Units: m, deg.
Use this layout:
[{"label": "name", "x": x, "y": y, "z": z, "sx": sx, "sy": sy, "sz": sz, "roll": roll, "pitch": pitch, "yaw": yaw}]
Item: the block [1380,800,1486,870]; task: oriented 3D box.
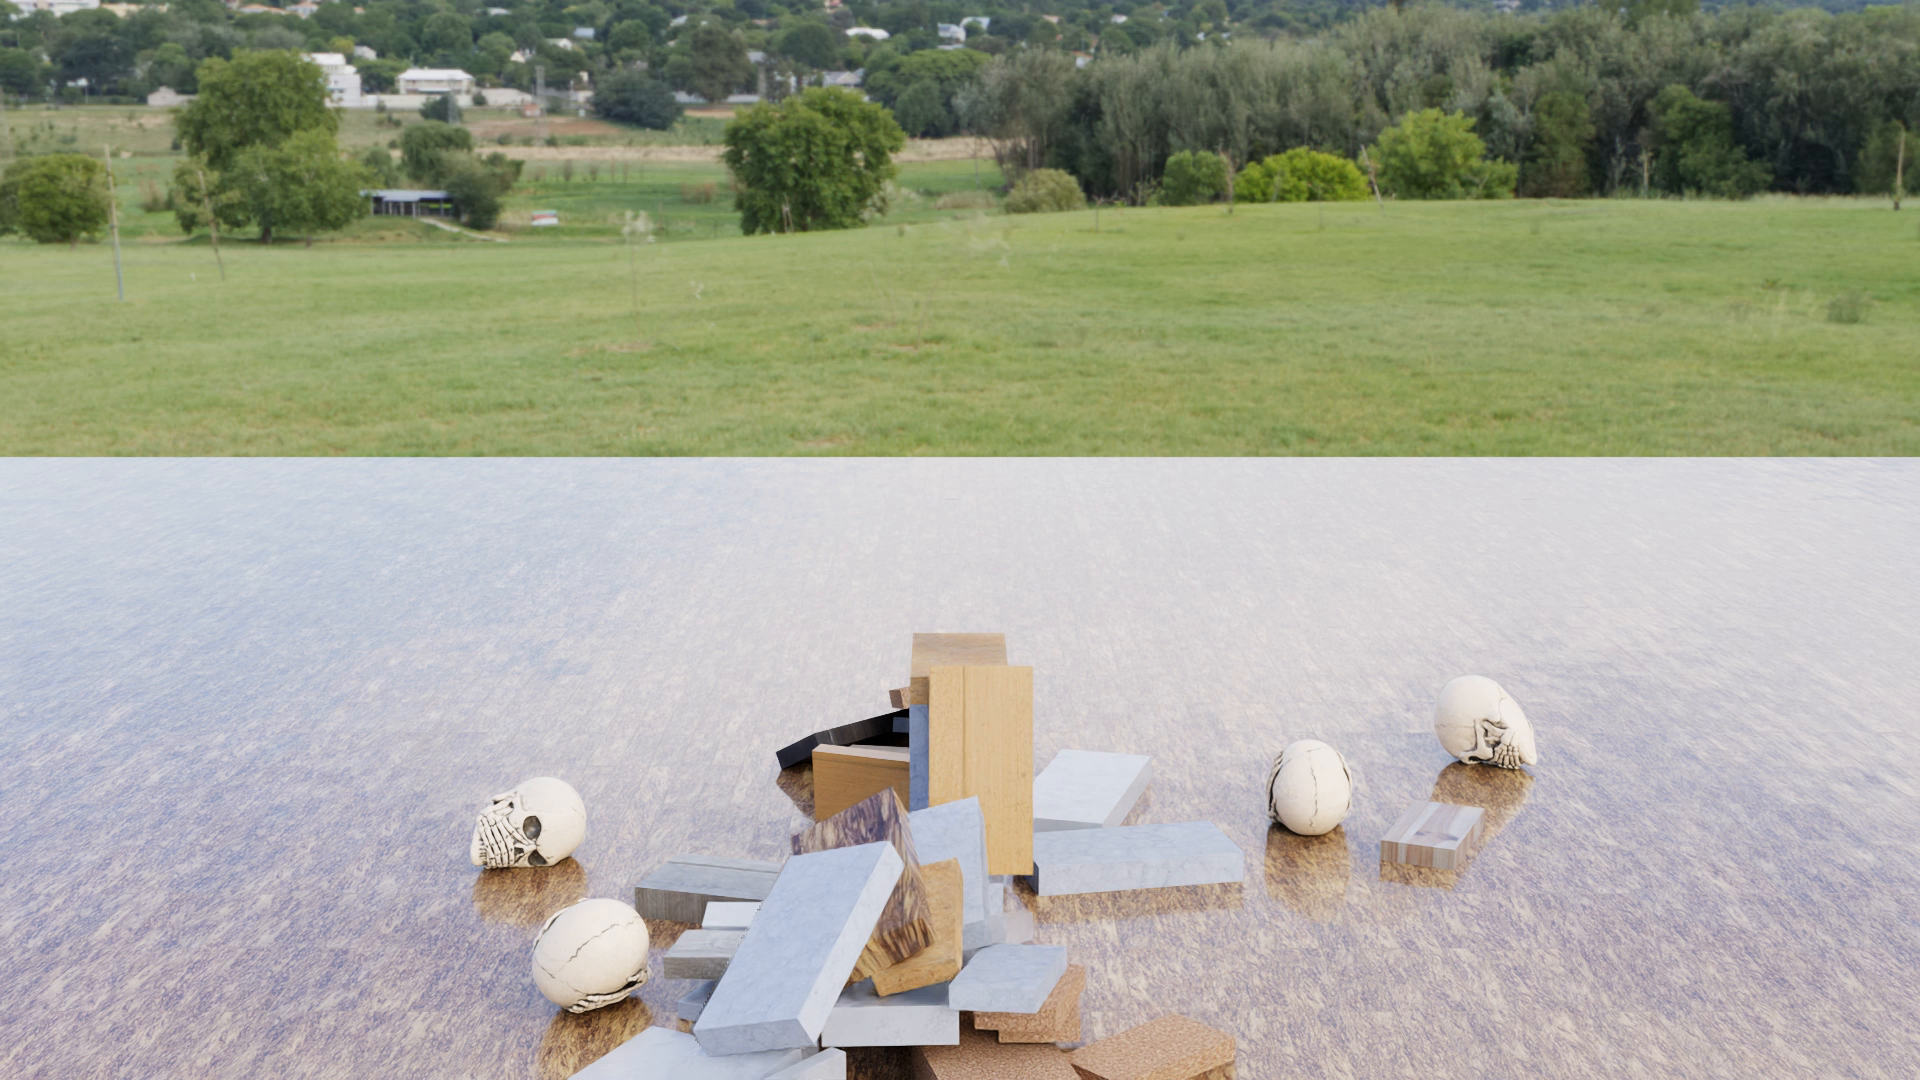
[{"label": "block", "x": 0.846, "y": 0.524, "z": 3.923, "sx": 0.130, "sy": 0.037, "sz": 0.259, "roll": 5, "pitch": 12, "yaw": 24}]

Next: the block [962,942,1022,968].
[{"label": "block", "x": 0.028, "y": 0.611, "z": 3.248, "sx": 0.109, "sy": 0.031, "sz": 0.218, "roll": -1, "pitch": -9, "yaw": 6}]

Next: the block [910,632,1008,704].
[{"label": "block", "x": -0.001, "y": 0.218, "z": 3.767, "sx": 0.162, "sy": 0.046, "sz": 0.325, "roll": 0, "pitch": 11, "yaw": 0}]

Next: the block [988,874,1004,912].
[{"label": "block", "x": -0.009, "y": 0.557, "z": 3.510, "sx": 0.155, "sy": 0.044, "sz": 0.310, "roll": 0, "pitch": -4, "yaw": 1}]

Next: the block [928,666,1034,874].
[{"label": "block", "x": 0.033, "y": 0.372, "z": 3.567, "sx": 0.167, "sy": 0.335, "sz": 0.047, "roll": 0, "pitch": -4, "yaw": -1}]

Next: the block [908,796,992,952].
[{"label": "block", "x": -0.039, "y": 0.491, "z": 3.177, "sx": 0.155, "sy": 0.044, "sz": 0.310, "roll": -15, "pitch": 26, "yaw": 6}]

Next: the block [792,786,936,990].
[{"label": "block", "x": -0.139, "y": 0.486, "z": 3.076, "sx": 0.167, "sy": 0.047, "sz": 0.352, "roll": -27, "pitch": 24, "yaw": 3}]

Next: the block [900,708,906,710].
[{"label": "block", "x": -0.078, "y": 0.358, "z": 4.845, "sx": 0.094, "sy": 0.027, "sz": 0.187, "roll": 0, "pitch": 11, "yaw": 3}]

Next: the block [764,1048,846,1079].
[{"label": "block", "x": -0.224, "y": 0.715, "z": 2.756, "sx": 0.025, "sy": 0.088, "sz": 0.218, "roll": 8, "pitch": 13, "yaw": 38}]

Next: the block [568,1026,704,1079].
[{"label": "block", "x": -0.457, "y": 0.724, "z": 2.859, "sx": 0.116, "sy": 0.033, "sz": 0.370, "roll": 5, "pitch": 12, "yaw": 26}]

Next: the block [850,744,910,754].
[{"label": "block", "x": -0.123, "y": 0.444, "z": 4.133, "sx": 0.268, "sy": 0.038, "sz": 0.134, "roll": -1, "pitch": 31, "yaw": 33}]

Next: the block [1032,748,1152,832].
[{"label": "block", "x": 0.226, "y": 0.481, "z": 4.116, "sx": 0.179, "sy": 0.051, "sz": 0.445, "roll": 3, "pitch": 11, "yaw": 16}]

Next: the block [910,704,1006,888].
[{"label": "block", "x": -0.003, "y": 0.420, "z": 3.692, "sx": 0.162, "sy": 0.325, "sz": 0.046, "roll": 0, "pitch": 10, "yaw": 0}]

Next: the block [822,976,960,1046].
[{"label": "block", "x": -0.098, "y": 0.641, "z": 3.039, "sx": 0.179, "sy": 0.051, "sz": 0.357, "roll": 0, "pitch": -3, "yaw": -2}]

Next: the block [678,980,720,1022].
[{"label": "block", "x": -0.328, "y": 0.662, "z": 3.213, "sx": 0.088, "sy": 0.025, "sz": 0.176, "roll": 5, "pitch": 12, "yaw": 24}]

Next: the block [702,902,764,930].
[{"label": "block", "x": -0.269, "y": 0.581, "z": 3.321, "sx": 0.232, "sy": 0.033, "sz": 0.116, "roll": 1, "pitch": 9, "yaw": -2}]

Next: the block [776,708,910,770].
[{"label": "block", "x": -0.185, "y": 0.391, "z": 4.482, "sx": 0.394, "sy": 0.037, "sz": 0.130, "roll": -11, "pitch": -13, "yaw": -46}]

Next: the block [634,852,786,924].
[{"label": "block", "x": -0.328, "y": 0.579, "z": 3.590, "sx": 0.358, "sy": 0.051, "sz": 0.179, "roll": 3, "pitch": 11, "yaw": 16}]

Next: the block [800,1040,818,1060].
[{"label": "block", "x": -0.252, "y": 0.659, "z": 3.002, "sx": 0.088, "sy": 0.025, "sz": 0.176, "roll": -4, "pitch": 19, "yaw": -13}]

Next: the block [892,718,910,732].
[{"label": "block", "x": -0.041, "y": 0.377, "z": 4.431, "sx": 0.103, "sy": 0.029, "sz": 0.207, "roll": 1, "pitch": -5, "yaw": 26}]

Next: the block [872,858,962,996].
[{"label": "block", "x": -0.056, "y": 0.529, "z": 3.023, "sx": 0.115, "sy": 0.033, "sz": 0.230, "roll": -14, "pitch": 26, "yaw": 8}]

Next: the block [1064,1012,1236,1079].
[{"label": "block", "x": 0.254, "y": 0.702, "z": 2.979, "sx": 0.229, "sy": 0.033, "sz": 0.115, "roll": -9, "pitch": 14, "yaw": -41}]

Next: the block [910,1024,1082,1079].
[{"label": "block", "x": 0.093, "y": 0.740, "z": 2.720, "sx": 0.179, "sy": 0.051, "sz": 0.606, "roll": -3, "pitch": 11, "yaw": -14}]

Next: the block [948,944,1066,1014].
[{"label": "block", "x": 0.066, "y": 0.584, "z": 2.942, "sx": 0.115, "sy": 0.033, "sz": 0.230, "roll": 0, "pitch": 3, "yaw": 13}]

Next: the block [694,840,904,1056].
[{"label": "block", "x": -0.210, "y": 0.540, "z": 2.928, "sx": 0.167, "sy": 0.047, "sz": 0.335, "roll": -14, "pitch": 28, "yaw": 30}]

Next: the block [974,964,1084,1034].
[{"label": "block", "x": 0.096, "y": 0.616, "z": 2.972, "sx": 0.109, "sy": 0.031, "sz": 0.218, "roll": 0, "pitch": 5, "yaw": 13}]

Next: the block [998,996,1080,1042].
[{"label": "block", "x": 0.110, "y": 0.642, "z": 3.026, "sx": 0.109, "sy": 0.031, "sz": 0.218, "roll": -1, "pitch": 5, "yaw": 2}]

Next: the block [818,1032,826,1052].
[{"label": "block", "x": -0.252, "y": 0.671, "z": 3.060, "sx": 0.117, "sy": 0.033, "sz": 0.233, "roll": -1, "pitch": 18, "yaw": -7}]

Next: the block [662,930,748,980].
[{"label": "block", "x": -0.299, "y": 0.599, "z": 3.177, "sx": 0.232, "sy": 0.033, "sz": 0.116, "roll": -1, "pitch": 9, "yaw": 10}]

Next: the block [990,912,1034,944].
[{"label": "block", "x": 0.014, "y": 0.582, "z": 3.300, "sx": 0.155, "sy": 0.044, "sz": 0.310, "roll": -1, "pitch": -9, "yaw": 9}]

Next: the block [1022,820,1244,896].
[{"label": "block", "x": 0.286, "y": 0.545, "z": 3.775, "sx": 0.358, "sy": 0.051, "sz": 0.179, "roll": -2, "pitch": 11, "yaw": -12}]

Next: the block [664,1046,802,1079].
[{"label": "block", "x": -0.320, "y": 0.706, "z": 2.805, "sx": 0.117, "sy": 0.033, "sz": 0.233, "roll": 8, "pitch": 27, "yaw": 36}]

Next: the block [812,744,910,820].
[{"label": "block", "x": -0.138, "y": 0.456, "z": 4.018, "sx": 0.268, "sy": 0.134, "sz": 0.038, "roll": 4, "pitch": 16, "yaw": 22}]

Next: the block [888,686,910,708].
[{"label": "block", "x": -0.066, "y": 0.314, "z": 4.530, "sx": 0.134, "sy": 0.038, "sz": 0.485, "roll": -12, "pitch": -3, "yaw": -5}]
